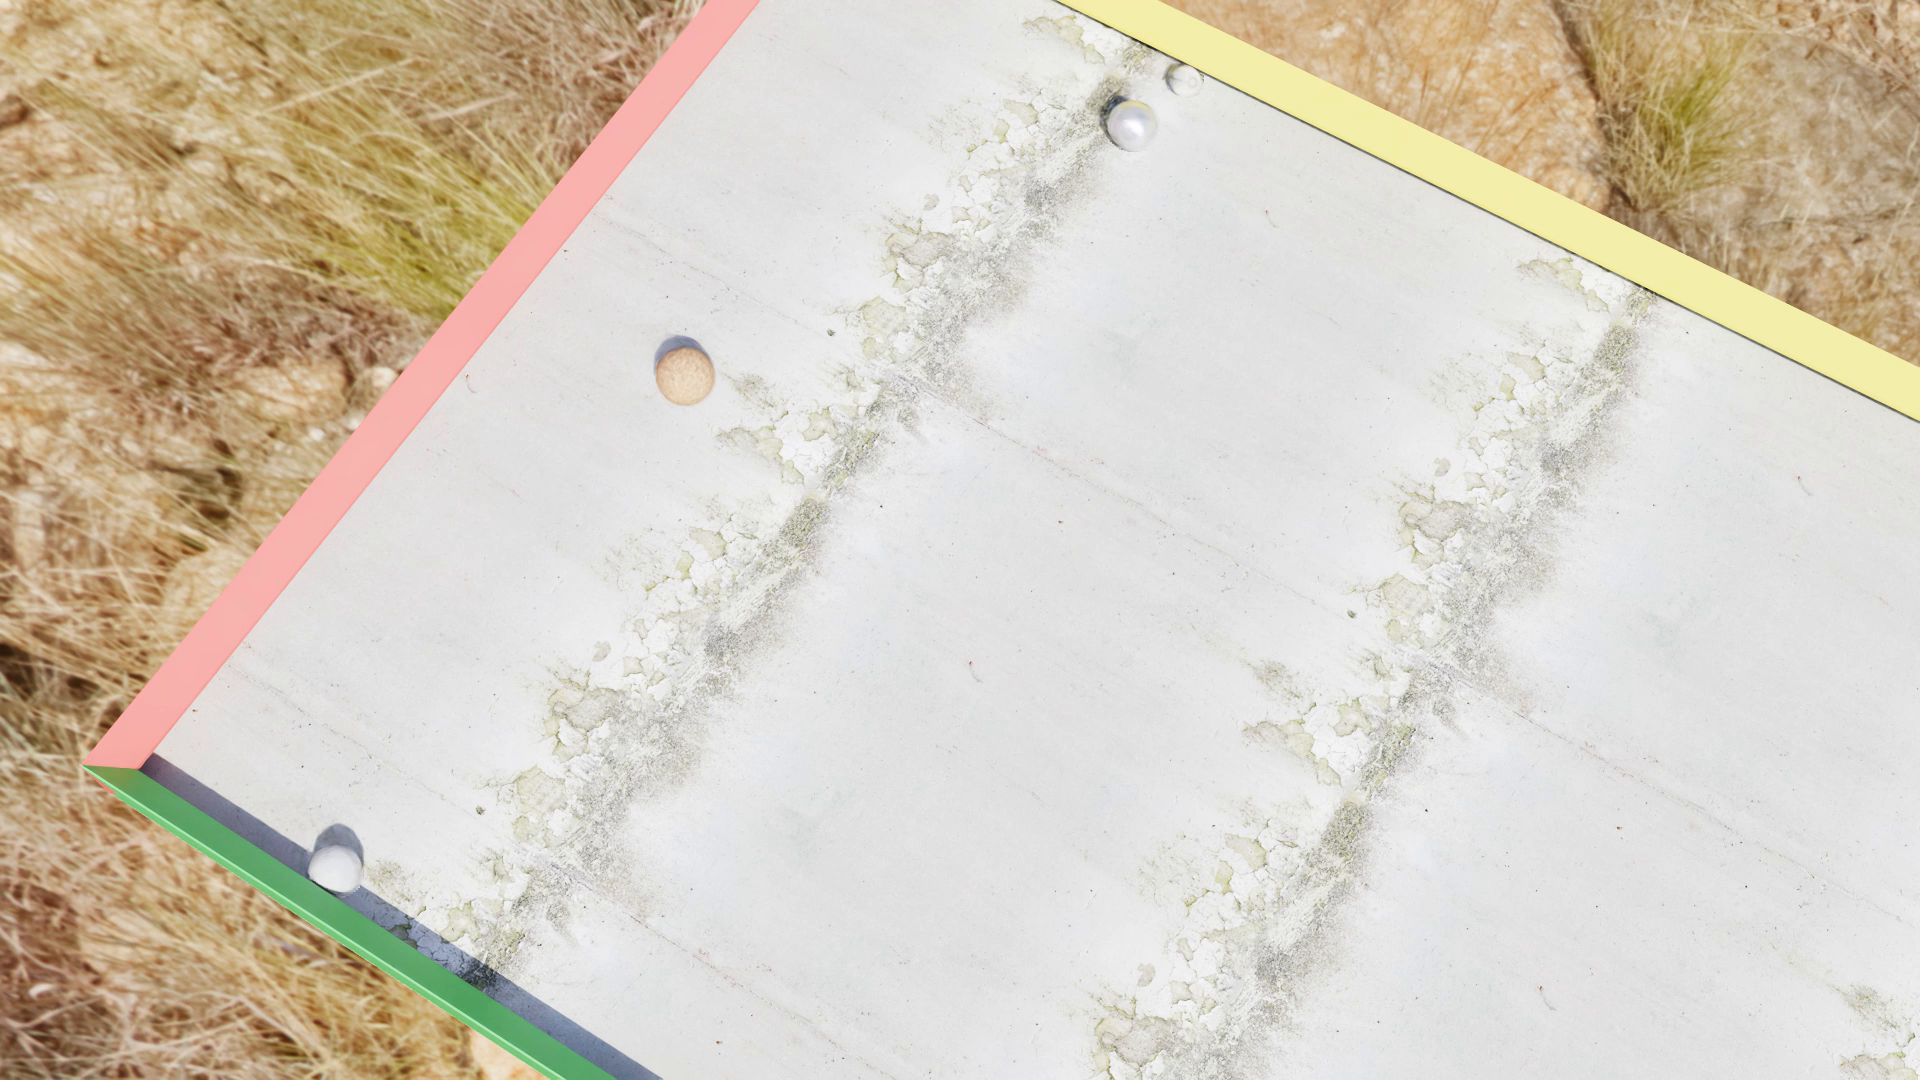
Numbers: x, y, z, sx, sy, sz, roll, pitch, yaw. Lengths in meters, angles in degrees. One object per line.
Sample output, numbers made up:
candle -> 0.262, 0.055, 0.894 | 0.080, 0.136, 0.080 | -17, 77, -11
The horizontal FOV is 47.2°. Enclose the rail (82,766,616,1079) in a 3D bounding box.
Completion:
rail -> 0.241, 1.211, 2.970 | 3.642, 0.128, 0.045 | 29, 68, 13

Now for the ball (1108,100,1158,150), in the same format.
ball -> 0.305, -0.735, 3.893 | 0.087, 0.087, 0.087 | 0, 65, 0

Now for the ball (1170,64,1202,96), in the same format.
ball -> 0.406, -0.825, 3.951 | 0.056, 0.056, 0.056 | 0, 65, 0

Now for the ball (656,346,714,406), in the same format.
ball -> -0.460, -0.274, 3.673 | 0.099, 0.099, 0.099 | 0, 65, 0

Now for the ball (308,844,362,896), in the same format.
ball -> -0.946, 0.500, 3.327 | 0.079, 0.079, 0.079 | 0, 65, 0

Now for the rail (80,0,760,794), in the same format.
rail -> -0.756, -0.434, 3.730 | 0.045, 0.128, 2.094 | 29, 68, 13

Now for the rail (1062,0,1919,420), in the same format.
rail -> 1.311, -0.373, 3.702 | 3.642, 0.128, 0.045 | 29, 68, 13
